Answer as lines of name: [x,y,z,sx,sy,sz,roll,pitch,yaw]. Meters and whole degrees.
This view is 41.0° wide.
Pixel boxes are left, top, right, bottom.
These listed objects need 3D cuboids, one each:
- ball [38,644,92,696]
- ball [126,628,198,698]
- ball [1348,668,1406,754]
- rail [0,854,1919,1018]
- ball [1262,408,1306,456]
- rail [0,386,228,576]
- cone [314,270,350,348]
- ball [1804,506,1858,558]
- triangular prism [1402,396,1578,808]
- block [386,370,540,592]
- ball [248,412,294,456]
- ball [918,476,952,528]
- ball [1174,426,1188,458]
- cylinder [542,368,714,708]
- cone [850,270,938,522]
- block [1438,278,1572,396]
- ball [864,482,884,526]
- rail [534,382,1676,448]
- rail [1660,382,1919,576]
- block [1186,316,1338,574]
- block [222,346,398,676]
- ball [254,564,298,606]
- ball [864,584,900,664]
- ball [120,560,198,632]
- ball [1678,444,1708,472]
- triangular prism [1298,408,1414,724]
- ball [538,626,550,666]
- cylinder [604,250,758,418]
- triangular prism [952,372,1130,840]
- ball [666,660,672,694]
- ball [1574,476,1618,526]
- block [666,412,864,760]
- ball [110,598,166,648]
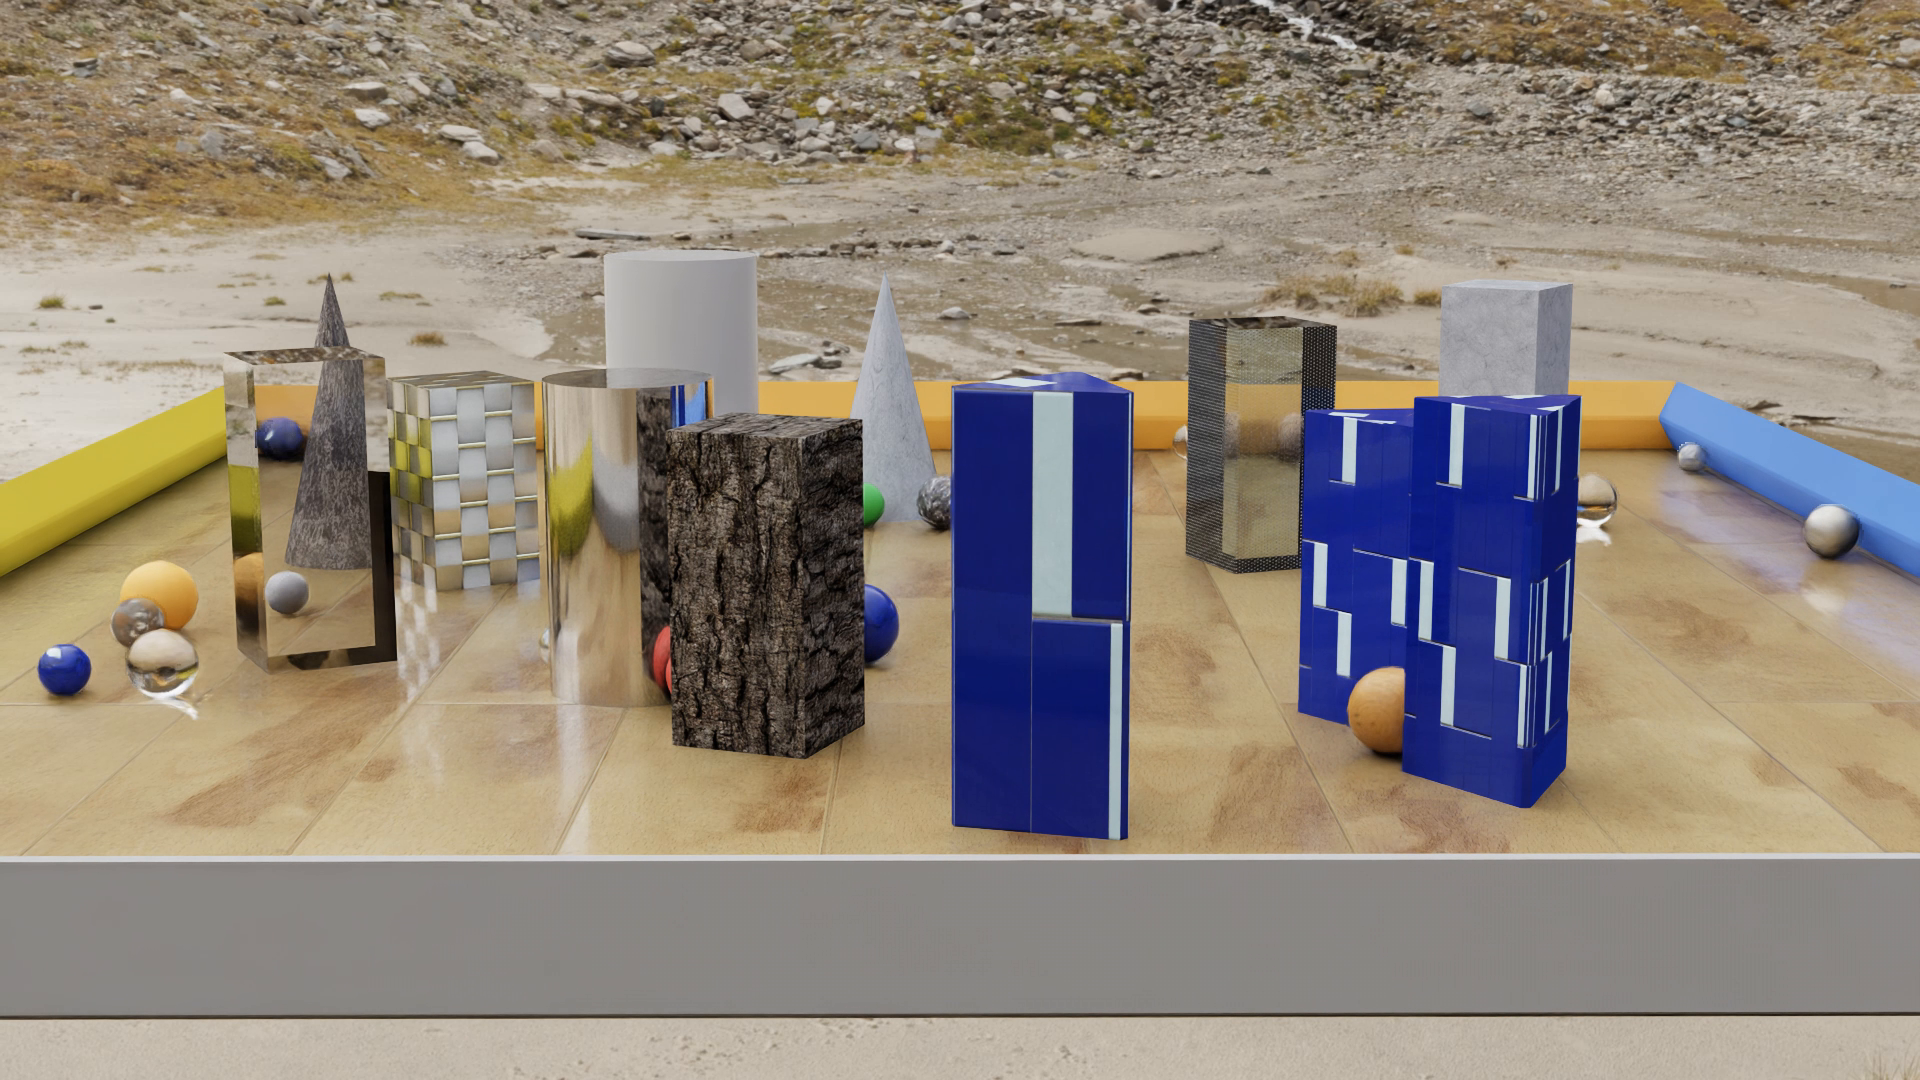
ball: [-1.048,0.152,3.002,0.061,0.061,0.061,0,10,0]
ball: [-0.928,0.144,2.986,0.081,0.081,0.081,0,10,0]
ball: [0.461,0.183,2.745,0.093,0.093,0.093,0,10,0]
rail: [0.008,0.302,1.998,2.770,0.129,0.045,0,10,0]
ball: [0.617,-0.204,4.842,0.091,0.091,0.091,0,10,0]
rail: [-1.361,0.035,3.441,0.045,0.129,2.998,0,10,0]
cone: [-0.941,-0.193,3.864,0.198,0.425,0.198,0,10,0]
ball: [1.303,-0.013,3.839,0.079,0.079,0.079,0,10,0]
triangular prism: [0.573,0.053,2.623,0.149,0.393,0.172,-7,13,-35]
block: [-0.713,-0.088,3.676,0.159,0.286,0.159,-7,13,-35]
ball: [-1.300,-0.200,4.838,0.084,0.084,0.084,0,10,0]
ball: [-0.026,-0.060,4.080,0.084,0.084,0.084,0,10,0]
ball: [0.430,-0.182,4.797,0.064,0.064,0.064,0,10,0]
cylinder: [-0.385,-0.007,3.011,0.198,0.369,0.198,0,10,0]
cone: [-0.122,-0.243,4.203,0.198,0.400,0.198,0,10,0]
block: [0.871,-0.218,4.113,0.159,0.383,0.159,7,12,32]
ball: [-0.155,-0.056,4.098,0.070,0.070,0.070,0,10,0]
rail: [-0.008,-0.235,4.899,2.770,0.129,0.045,0,10,0]
rail: [1.361,0.032,3.456,0.045,0.129,2.998,0,10,0]
block: [0.443,-0.144,3.790,0.159,0.355,0.159,-4,11,-22]
block: [-0.805,-0.041,3.176,0.159,0.376,0.159,-6,12,-28]
ball: [-0.934,0.061,3.501,0.058,0.058,0.058,0,10,0]
ball: [-0.124,0.103,3.159,0.099,0.099,0.099,0,10,0]
ball: [-1.035,0.075,3.317,0.096,0.096,0.096,0,10,0]
ball: [1.325,-0.147,4.641,0.052,0.052,0.052,0,10,0]
triangular prism: [0.498,0.029,2.878,0.149,0.346,0.172,-8,13,-36]
ball: [-0.485,0.129,3.129,0.059,0.059,0.059,0,10,0]
cylinder: [-0.364,-0.133,3.379,0.198,0.483,0.198,0,10,0]
triangular prism: [0.095,0.057,2.500,0.172,0.428,0.149,3,11,16]
ball: [-0.295,0.153,2.932,0.083,0.083,0.083,0,10,0]
ball: [1.007,-0.062,4.098,0.082,0.082,0.082,0,10,0]
block: [-0.209,0.045,2.797,0.159,0.344,0.159,4,11,21]
ball: [-1.038,0.105,3.237,0.066,0.066,0.066,0,10,0]
